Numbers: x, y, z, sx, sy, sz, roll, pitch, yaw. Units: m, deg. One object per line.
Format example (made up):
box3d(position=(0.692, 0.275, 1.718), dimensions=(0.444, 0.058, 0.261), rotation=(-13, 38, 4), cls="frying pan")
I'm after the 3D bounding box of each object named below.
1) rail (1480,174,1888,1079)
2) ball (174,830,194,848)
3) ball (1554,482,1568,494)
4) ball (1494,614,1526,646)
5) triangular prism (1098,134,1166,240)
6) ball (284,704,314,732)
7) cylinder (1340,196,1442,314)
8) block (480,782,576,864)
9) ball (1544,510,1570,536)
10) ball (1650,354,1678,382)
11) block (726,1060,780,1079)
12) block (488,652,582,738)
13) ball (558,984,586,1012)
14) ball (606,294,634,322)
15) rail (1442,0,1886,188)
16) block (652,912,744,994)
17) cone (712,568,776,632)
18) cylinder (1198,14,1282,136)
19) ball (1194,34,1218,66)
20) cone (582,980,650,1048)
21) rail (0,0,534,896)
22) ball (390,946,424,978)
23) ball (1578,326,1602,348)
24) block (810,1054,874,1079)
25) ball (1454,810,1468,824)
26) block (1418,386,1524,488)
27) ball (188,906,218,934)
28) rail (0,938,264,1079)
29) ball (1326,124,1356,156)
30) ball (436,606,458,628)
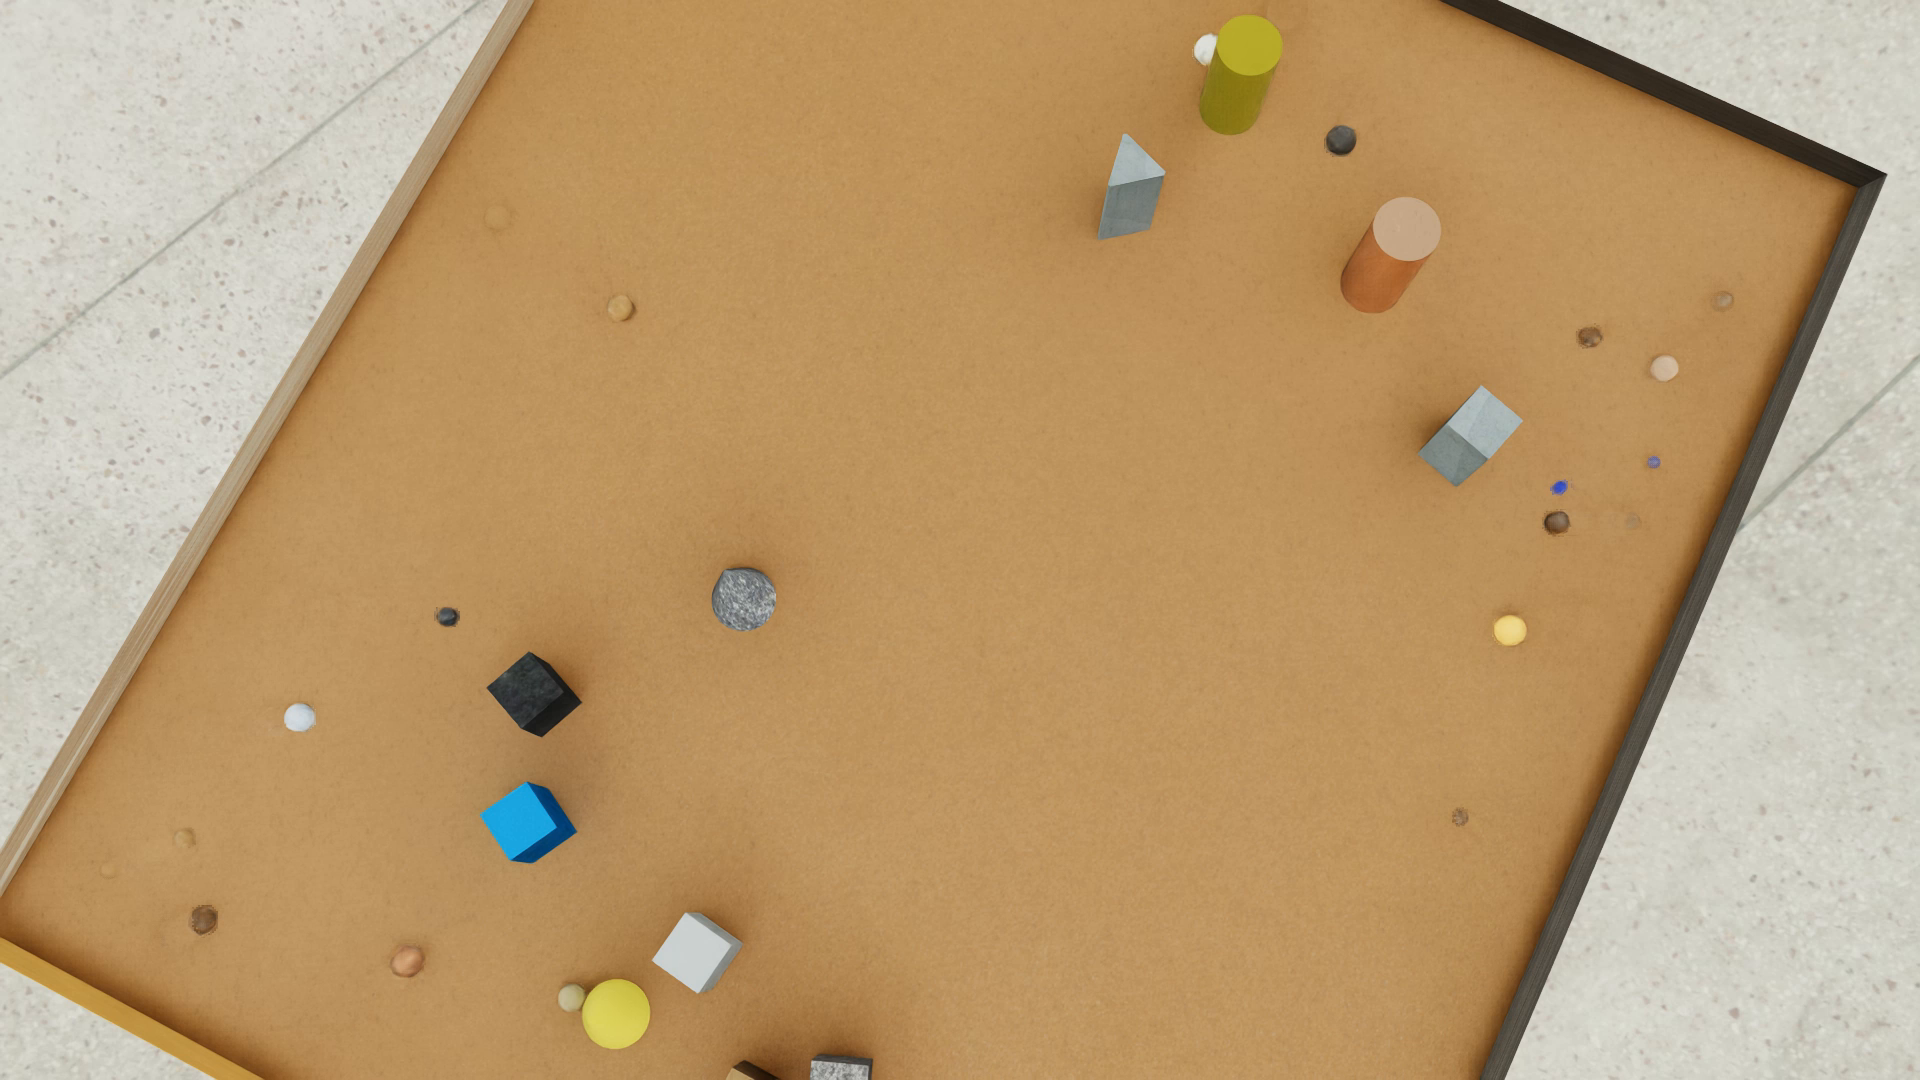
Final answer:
box3d(position=(1.833, 0.904, 5.363), dimensions=(0.045, 0.129, 4.670), rotation=(26, 80, 5), cls="rail")
box3d(position=(-2.287, 0.881, 5.407), dimensions=(0.054, 0.054, 0.054), rotation=(0, 78, 0), cls="ball")
box3d(position=(1.843, -0.160, 5.629), dimensions=(0.041, 0.041, 0.041), rotation=(0, 78, 0), cls="ball")
box3d(position=(1.655, 0.272, 5.513), dimensions=(0.093, 0.093, 0.093), rotation=(0, 78, 0), cls="ball")
box3d(position=(0.504, -1.087, 5.618), dimensions=(0.171, 0.438, 0.148), rotation=(-13, 79, -3), cls="triangular prism")
box3d(position=(-1.969, 0.530, 5.463), dimensions=(0.085, 0.085, 0.085), rotation=(0, 78, 0), cls="ball")
box3d(position=(1.299, -0.856, 5.552), dimensions=(0.198, 0.473, 0.198), rotation=(0, 78, 0), cls="cylinder")
box3d(position=(-1.246, 0.821, 5.304), dimensions=(0.158, 0.279, 0.158), rotation=(-35, 80, -7), cls="block")
box3d(position=(1.823, -0.052, 5.590), dimensions=(0.074, 0.074, 0.074), rotation=(0, 78, 0), cls="ball")
box3d(position=(2.185, -0.534, 5.685), dimensions=(0.082, 0.082, 0.082), rotation=(0, 78, 0), cls="ball")
box3d(position=(-0.591, 1.579, 5.140), dimensions=(0.158, 0.293, 0.158), rotation=(27, 80, 5), cls="block")
box3d(position=(-1.248, 0.457, 5.388), dimensions=(0.158, 0.262, 0.158), rotation=(-41, 81, -8), cls="block")
box3d(position=(-1.123, 1.325, 5.302), dimensions=(0.079, 0.079, 0.079), rotation=(0, 78, 0), cls="ball")
box3d(position=(-1.060, -0.724, 5.723), dimensions=(0.085, 0.085, 0.085), rotation=(0, 78, 0), cls="ball")
box3d(position=(1.034, -2.018, 5.968), dimensions=(4.146, 0.129, 0.045), rotation=(26, 80, 5), cls="rail")
box3d(position=(-0.743, 1.174, 5.222), dimensions=(0.158, 0.297, 0.158), rotation=(34, 80, 7), cls="block")
box3d(position=(-0.658, 0.131, 5.344), dimensions=(0.198, 0.481, 0.198), rotation=(0, 78, 0), cls="cone")
box3d(position=(0.868, -1.440, 5.698), dimensions=(0.198, 0.425, 0.198), rotation=(0, 78, 0), cls="cylinder")
box3d(position=(0.802, -1.575, 5.892), dimensions=(0.099, 0.099, 0.099), rotation=(0, 78, 0), cls="ball")
box3d(position=(-1.000, 1.335, 5.122), dimensions=(0.198, 0.428, 0.198), rotation=(0, 78, 0), cls="cone")
box3d(position=(-1.833, -0.891, 5.734), dimensions=(0.045, 0.129, 4.670), rotation=(26, 80, 5), cls="rail")
box3d(position=(-1.605, 1.223, 5.316), dimensions=(0.094, 0.094, 0.094), rotation=(0, 78, 0), cls="ball")
box3d(position=(1.963, -0.633, 5.712), dimensions=(0.069, 0.069, 0.069), rotation=(0, 78, 0), cls="ball")
box3d(position=(-0.337, 1.545, 5.161), dimensions=(0.158, 0.265, 0.158), rotation=(5, 78, 1), cls="block")
box3d(position=(1.484, 0.821, 5.424), dimensions=(0.044, 0.044, 0.044), rotation=(0, 78, 0), cls="ball")
box3d(position=(1.527, -0.307, 5.500), dimensions=(0.158, 0.353, 0.158), rotation=(42, 81, 8), cls="block")
box3d(position=(-2.209, 1.111, 5.346), dimensions=(0.079, 0.079, 0.079), rotation=(0, 78, 0), cls="ball")
box3d(position=(-1.034, 2.031, 5.129), dimensions=(4.146, 0.129, 0.045), rotation=(26, 80, 5), cls="rail")
box3d(position=(1.213, -1.272, 5.831), dimensions=(0.096, 0.096, 0.096), rotation=(0, 78, 0), cls="ball")
box3d(position=(-1.549, 0.232, 5.537), dimensions=(0.062, 0.062, 0.062), rotation=(0, 78, 0), cls="ball")
